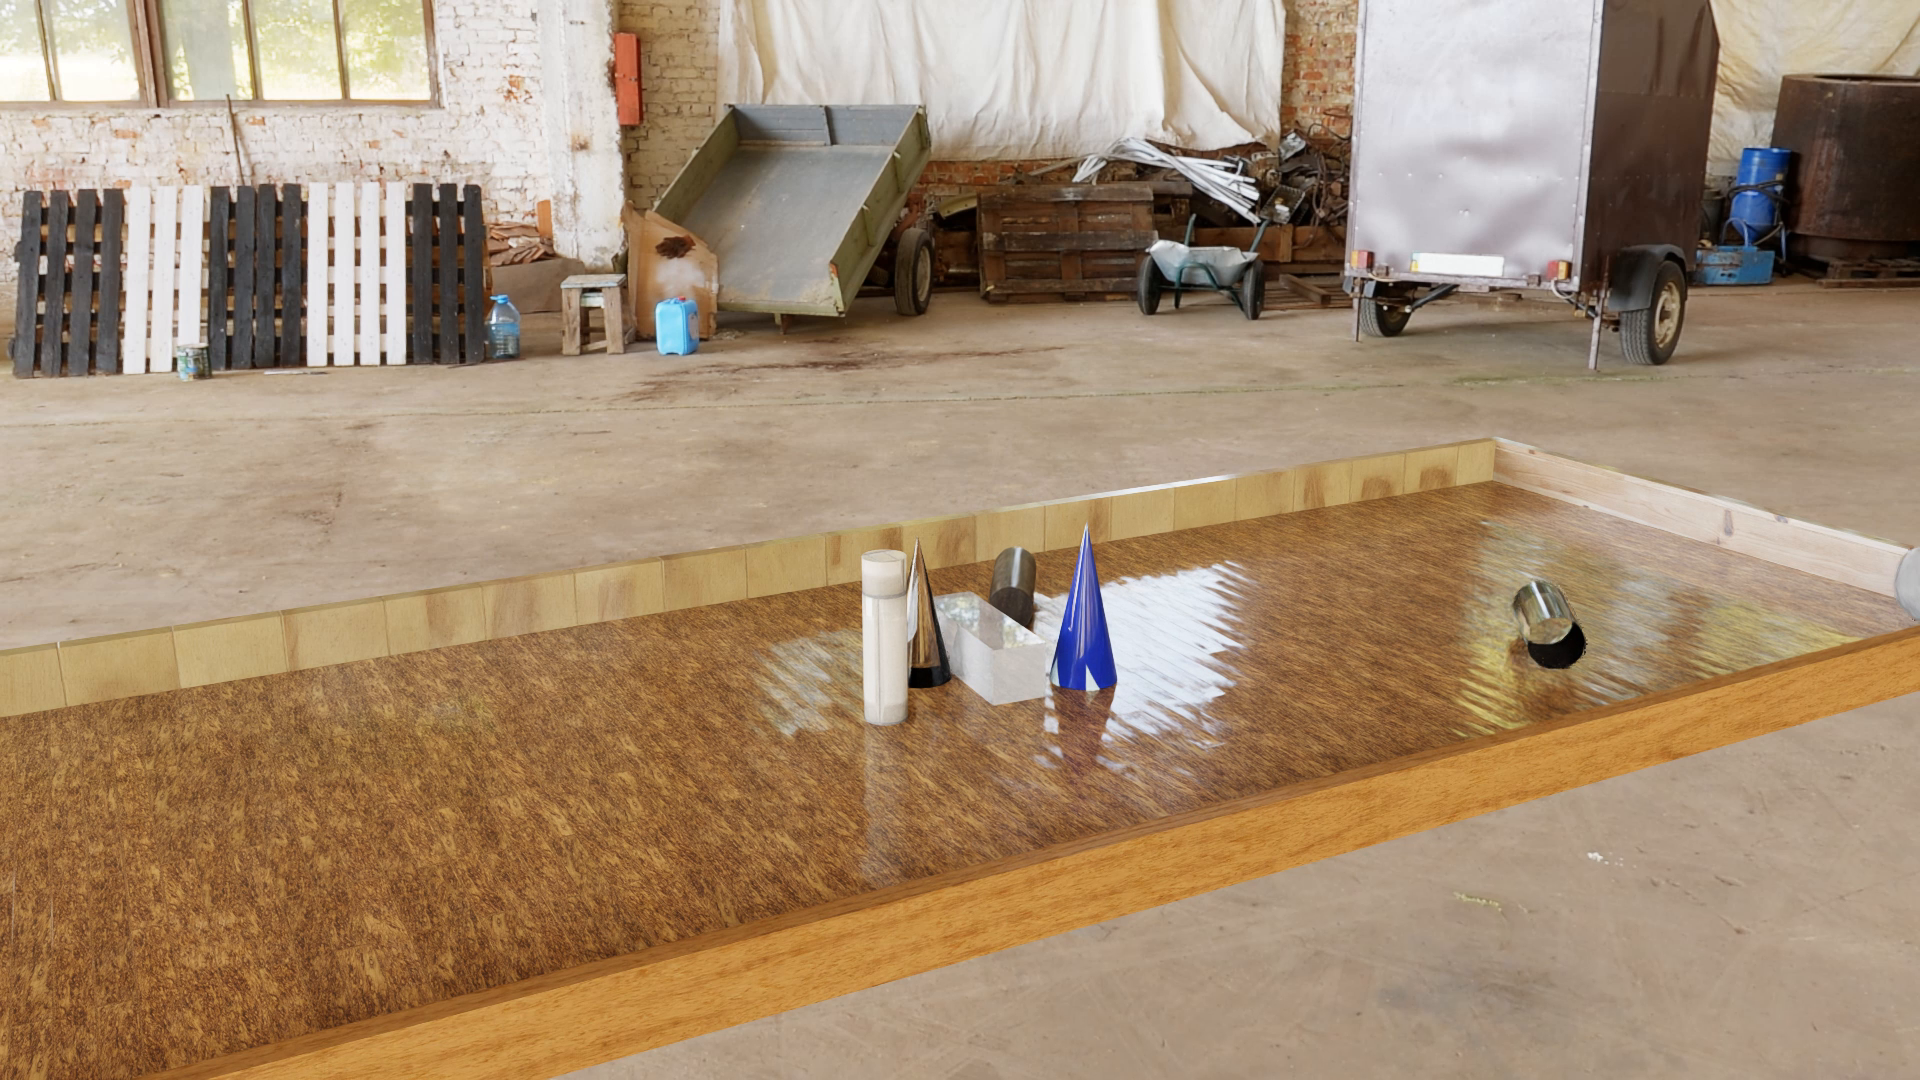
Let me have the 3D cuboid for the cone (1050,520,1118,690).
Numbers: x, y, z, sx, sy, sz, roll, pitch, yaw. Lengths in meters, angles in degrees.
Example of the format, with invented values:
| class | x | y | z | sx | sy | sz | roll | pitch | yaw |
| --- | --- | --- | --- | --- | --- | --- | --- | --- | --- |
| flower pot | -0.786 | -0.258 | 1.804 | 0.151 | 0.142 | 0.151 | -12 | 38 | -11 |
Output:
| class | x | y | z | sx | sy | sz | roll | pitch | yaw |
| --- | --- | --- | --- | --- | --- | --- | --- | --- | --- |
| cone | 0.312 | 0.150 | 4.109 | 0.174 | 0.414 | 0.174 | 0 | 16 | 0 |

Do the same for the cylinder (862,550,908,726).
| class | x | y | z | sx | sy | sz | roll | pitch | yaw |
| --- | --- | --- | --- | --- | --- | --- | --- | --- | --- |
| cylinder | -0.175 | 0.229 | 3.867 | 0.105 | 0.400 | 0.105 | 0 | 16 | 0 |

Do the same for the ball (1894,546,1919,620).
| class | x | y | z | sx | sy | sz | roll | pitch | yaw |
| --- | --- | --- | --- | --- | --- | --- | --- | --- | --- |
| ball | 2.700 | 0.119 | 4.518 | 0.244 | 0.244 | 0.244 | 0 | 16 | 0 |

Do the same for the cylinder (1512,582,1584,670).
| class | x | y | z | sx | sy | sz | roll | pitch | yaw |
| --- | --- | --- | --- | --- | --- | --- | --- | --- | --- |
| cylinder | 1.550 | 0.222 | 4.350 | 0.140 | 0.140 | 0.306 | 3 | 17 | 11 |

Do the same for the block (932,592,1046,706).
| class | x | y | z | sx | sy | sz | roll | pitch | yaw |
| --- | --- | --- | --- | --- | --- | --- | --- | --- | --- |
| block | 0.054 | 0.268 | 4.191 | 0.142 | 0.142 | 0.439 | -7 | 18 | -23 |

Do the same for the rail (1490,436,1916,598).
| class | x | y | z | sx | sy | sz | roll | pitch | yaw |
| --- | --- | --- | --- | --- | --- | --- | --- | --- | --- |
| rail | 2.466 | -0.048 | 5.253 | 0.050 | 0.150 | 2.100 | -9 | 18 | -27 |

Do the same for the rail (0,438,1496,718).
| class | x | y | z | sx | sy | sz | roll | pitch | yaw |
| --- | --- | --- | --- | --- | --- | --- | --- | --- | --- |
| rail | -3.305 | 0.497 | 3.399 | 12.000 | 0.150 | 0.050 | -9 | 18 | -27 |

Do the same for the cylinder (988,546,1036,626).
| class | x | y | z | sx | sy | sz | roll | pitch | yaw |
| --- | --- | --- | --- | --- | --- | --- | --- | --- | --- |
| cylinder | 0.150 | 0.135 | 4.674 | 0.124 | 0.124 | 0.395 | 1 | 16 | 4 |

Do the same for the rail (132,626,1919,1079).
| class | x | y | z | sx | sy | sz | roll | pitch | yaw |
| --- | --- | --- | --- | --- | --- | --- | --- | --- | --- |
| rail | -2.336 | 1.006 | 1.665 | 12.000 | 0.150 | 0.050 | -9 | 18 | -27 |

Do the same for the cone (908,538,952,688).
| class | x | y | z | sx | sy | sz | roll | pitch | yaw |
| --- | --- | --- | --- | --- | --- | --- | --- | --- | --- |
| cone | -0.104 | 0.165 | 4.126 | 0.167 | 0.375 | 0.167 | 0 | 16 | 0 |
